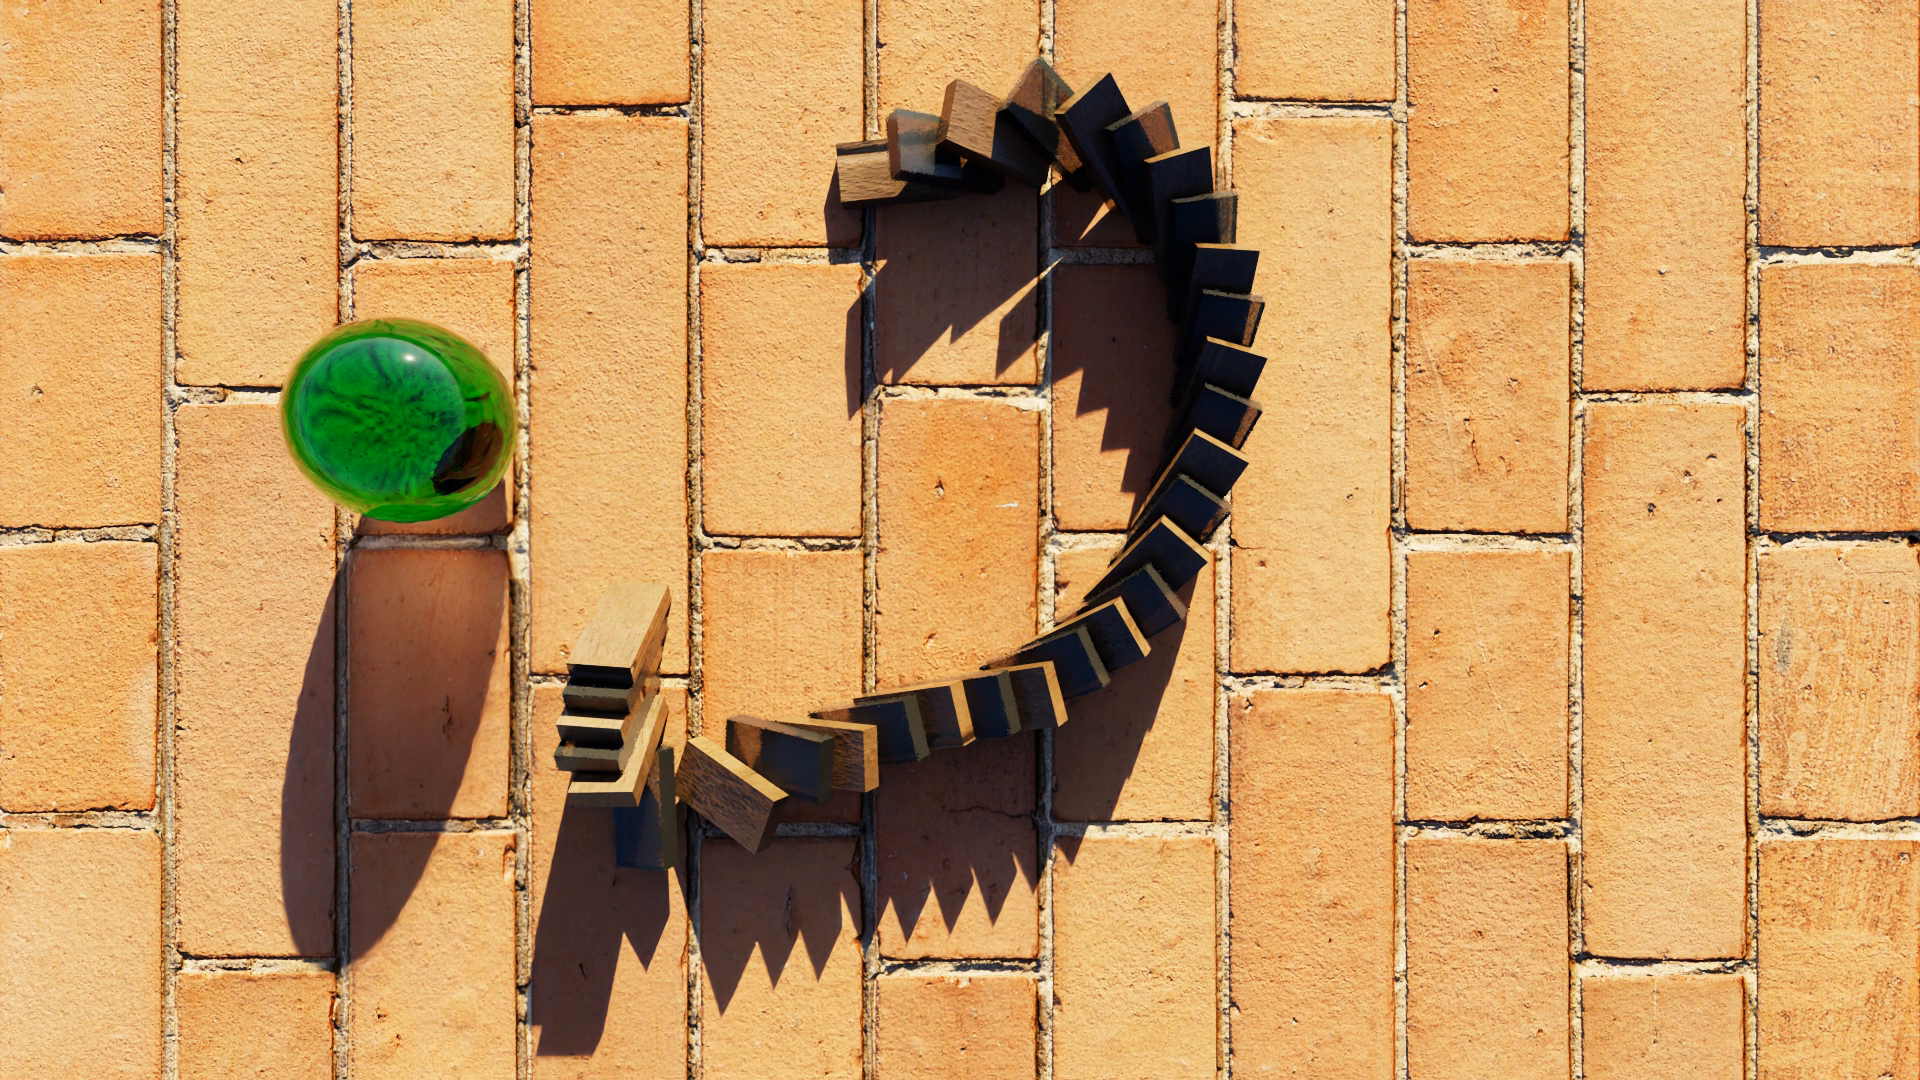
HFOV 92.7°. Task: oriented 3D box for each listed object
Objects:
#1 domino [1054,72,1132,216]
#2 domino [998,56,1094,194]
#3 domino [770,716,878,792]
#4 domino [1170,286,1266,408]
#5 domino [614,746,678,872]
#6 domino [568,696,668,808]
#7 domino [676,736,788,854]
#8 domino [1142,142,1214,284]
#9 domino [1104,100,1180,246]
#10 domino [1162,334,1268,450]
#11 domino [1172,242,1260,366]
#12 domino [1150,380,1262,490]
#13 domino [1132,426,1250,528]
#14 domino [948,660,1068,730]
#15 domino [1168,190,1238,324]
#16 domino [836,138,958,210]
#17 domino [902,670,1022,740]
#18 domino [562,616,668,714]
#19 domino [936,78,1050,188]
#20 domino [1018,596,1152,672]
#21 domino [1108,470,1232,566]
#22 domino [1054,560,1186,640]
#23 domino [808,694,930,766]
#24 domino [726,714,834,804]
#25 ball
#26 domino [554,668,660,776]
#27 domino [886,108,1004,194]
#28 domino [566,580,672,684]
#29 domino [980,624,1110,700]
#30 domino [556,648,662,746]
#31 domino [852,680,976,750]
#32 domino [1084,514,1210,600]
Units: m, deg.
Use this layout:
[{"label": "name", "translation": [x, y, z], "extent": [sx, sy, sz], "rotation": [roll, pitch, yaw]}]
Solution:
[{"label": "domino", "translation": [0.063, -0.164, 0.382], "extent": [0.025, 0.010, 0.050], "rotation": [-42, 123, 0]}, {"label": "domino", "translation": [0.042, -0.173, 0.384], "extent": [0.050, 0.009, 0.025], "rotation": [34, 90, -28]}, {"label": "domino", "translation": [-0.058, 0.089, 0.383], "extent": [0.050, 0.009, 0.025], "rotation": [-1, 92, 29]}, {"label": "domino", "translation": [0.107, -0.078, 0.383], "extent": [0.025, 0.010, 0.050], "rotation": [9, 122, 0]}, {"label": "domino", "translation": [-0.134, 0.114, 0.391], "extent": [0.025, 0.009, 0.050], "rotation": [-2, 90, 23]}, {"label": "domino", "translation": [-0.140, 0.086, 0.377], "extent": [0.025, 0.050, 0.010], "rotation": [-1, 128, 0]}, {"label": "domino", "translation": [-0.097, 0.106, 0.383], "extent": [0.050, 0.010, 0.025], "rotation": [26, 102, 24]}, {"label": "domino", "translation": [0.093, -0.136, 0.383], "extent": [0.025, 0.009, 0.050], "rotation": [-16, 122, 0]}, {"label": "domino", "translation": [0.080, -0.152, 0.383], "extent": [0.025, 0.010, 0.050], "rotation": [-28, 122, 0]}, {"label": "domino", "translation": [0.106, -0.058, 0.383], "extent": [0.025, 0.010, 0.050], "rotation": [16, 121, 0]}, {"label": "domino", "translation": [0.106, -0.097, 0.383], "extent": [0.025, 0.009, 0.050], "rotation": [3, 122, 0]}, {"label": "domino", "translation": [0.102, -0.039, 0.383], "extent": [0.025, 0.010, 0.050], "rotation": [23, 121, 0]}, {"label": "domino", "translation": [0.096, -0.020, 0.383], "extent": [0.025, 0.010, 0.050], "rotation": [29, 121, 0]}, {"label": "domino", "translation": [0.018, 0.067, 0.383], "extent": [0.050, 0.009, 0.025], "rotation": [-13, 91, 31]}, {"label": "domino", "translation": [0.101, -0.117, 0.383], "extent": [0.025, 0.010, 0.050], "rotation": [-7, 122, 0]}, {"label": "domino", "translation": [-0.027, -0.159, 0.395], "extent": [0.050, 0.010, 0.025], "rotation": [-6, 90, 0]}, {"label": "domino", "translation": [-0.001, 0.070, 0.383], "extent": [0.050, 0.010, 0.025], "rotation": [-13, 91, 31]}, {"label": "domino", "translation": [-0.141, 0.049, 0.377], "extent": [0.025, 0.050, 0.010], "rotation": [4, 128, 0]}, {"label": "domino", "translation": [0.016, -0.169, 0.383], "extent": [0.050, 0.010, 0.025], "rotation": [11, 89, -30]}, {"label": "domino", "translation": [0.051, 0.045, 0.383], "extent": [0.050, 0.009, 0.025], "rotation": [-30, 91, 32]}, {"label": "domino", "translation": [0.087, -0.002, 0.383], "extent": [0.025, 0.010, 0.050], "rotation": [34, 121, 0]}, {"label": "domino", "translation": [0.066, 0.033, 0.383], "extent": [0.050, 0.009, 0.025], "rotation": [-37, 91, 32]}, {"label": "domino", "translation": [-0.039, 0.081, 0.383], "extent": [0.050, 0.010, 0.025], "rotation": [-13, 90, 30]}, {"label": "domino", "translation": [-0.076, 0.091, 0.383], "extent": [0.050, 0.010, 0.025], "rotation": [6, 96, 29]}, {"label": "ball", "translation": [-0.218, -0.047, 0.360], "extent": [0.080, 0.080, 0.080], "rotation": [0, 90, 0]}, {"label": "domino", "translation": [-0.144, 0.073, 0.377], "extent": [0.025, 0.050, 0.009], "rotation": [4, 128, 0]}, {"label": "domino", "translation": [-0.006, -0.162, 0.383], "extent": [0.050, 0.010, 0.025], "rotation": [-5, 89, -31]}, {"label": "domino", "translation": [-0.139, 0.037, 0.377], "extent": [0.025, 0.050, 0.009], "rotation": [4, 128, 0]}, {"label": "domino", "translation": [0.035, 0.056, 0.383], "extent": [0.050, 0.009, 0.025], "rotation": [-25, 90, 31]}, {"label": "domino", "translation": [-0.143, 0.061, 0.377], "extent": [0.025, 0.050, 0.009], "rotation": [4, 128, 0]}, {"label": "domino", "translation": [-0.020, 0.075, 0.383], "extent": [0.050, 0.009, 0.025], "rotation": [-13, 90, 31]}, {"label": "domino", "translation": [0.077, 0.015, 0.383], "extent": [0.025, 0.010, 0.050], "rotation": [41, 122, 0]}]
